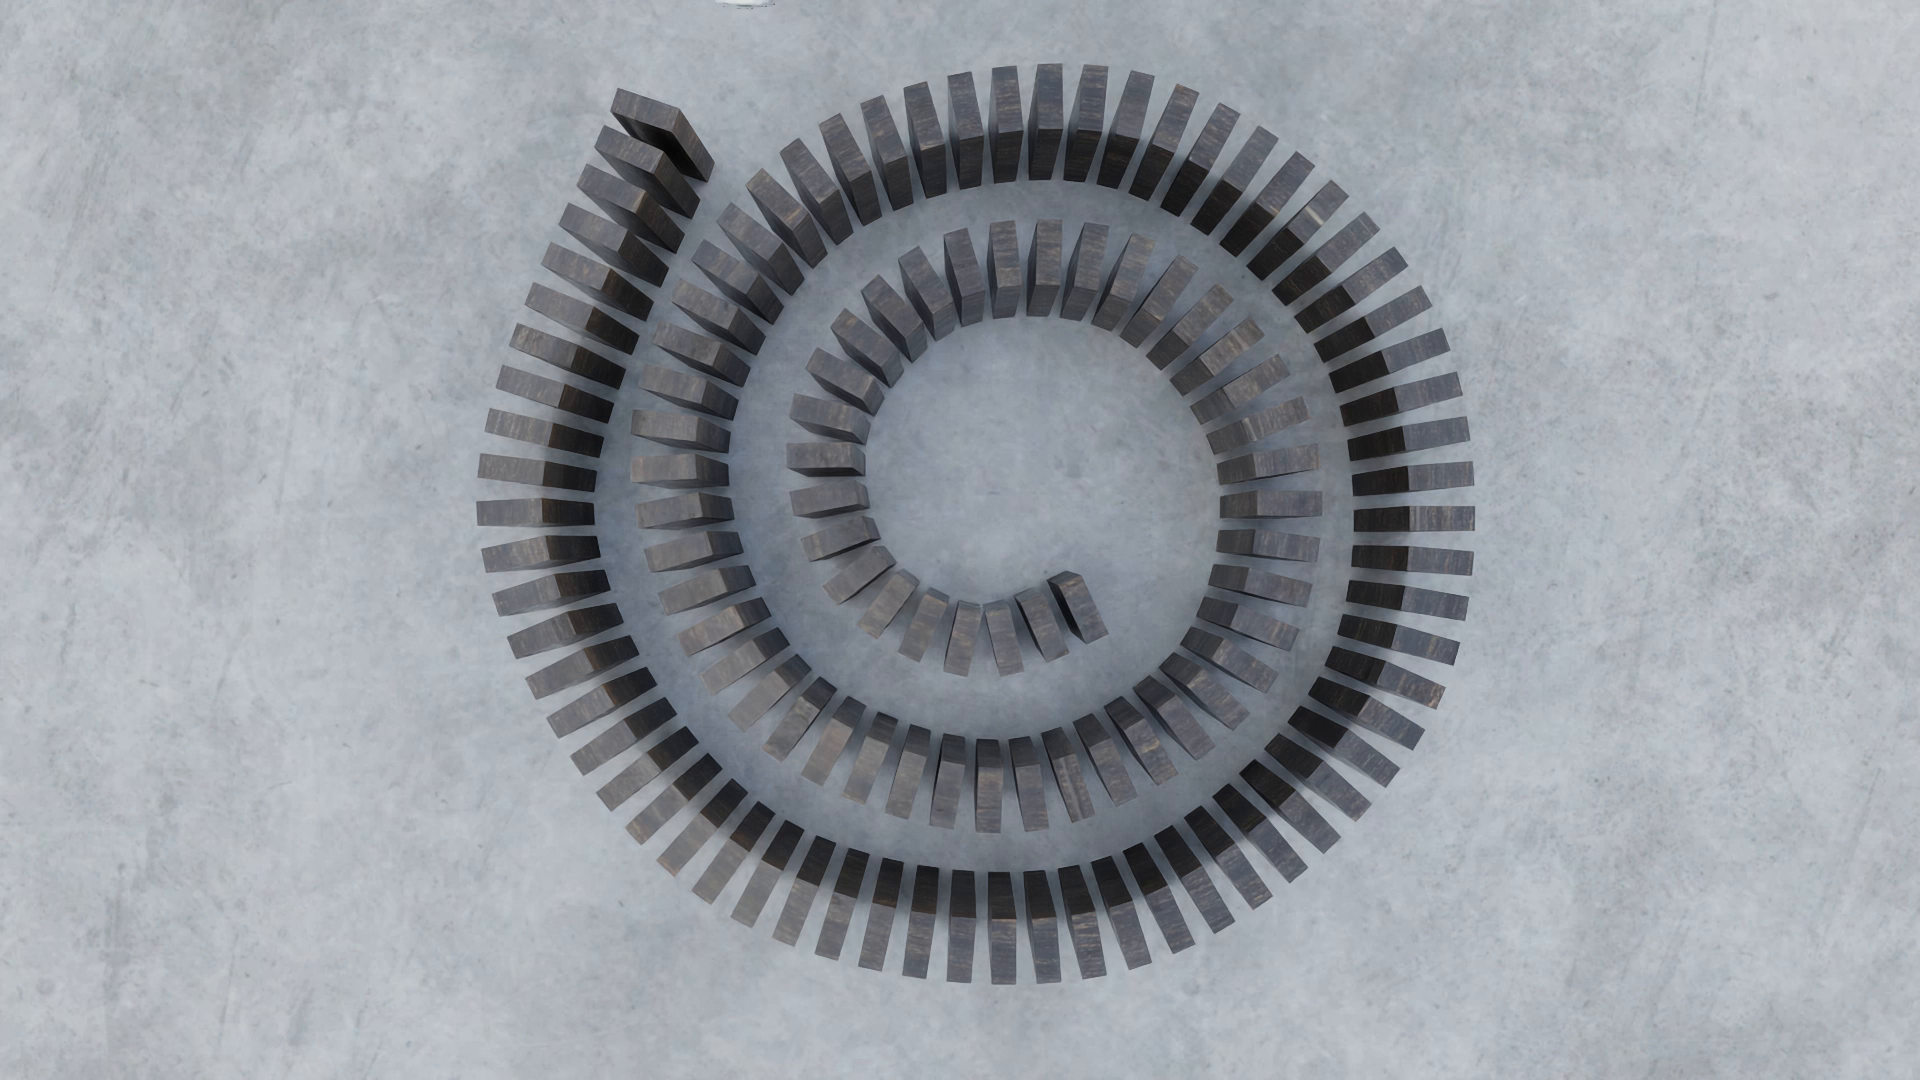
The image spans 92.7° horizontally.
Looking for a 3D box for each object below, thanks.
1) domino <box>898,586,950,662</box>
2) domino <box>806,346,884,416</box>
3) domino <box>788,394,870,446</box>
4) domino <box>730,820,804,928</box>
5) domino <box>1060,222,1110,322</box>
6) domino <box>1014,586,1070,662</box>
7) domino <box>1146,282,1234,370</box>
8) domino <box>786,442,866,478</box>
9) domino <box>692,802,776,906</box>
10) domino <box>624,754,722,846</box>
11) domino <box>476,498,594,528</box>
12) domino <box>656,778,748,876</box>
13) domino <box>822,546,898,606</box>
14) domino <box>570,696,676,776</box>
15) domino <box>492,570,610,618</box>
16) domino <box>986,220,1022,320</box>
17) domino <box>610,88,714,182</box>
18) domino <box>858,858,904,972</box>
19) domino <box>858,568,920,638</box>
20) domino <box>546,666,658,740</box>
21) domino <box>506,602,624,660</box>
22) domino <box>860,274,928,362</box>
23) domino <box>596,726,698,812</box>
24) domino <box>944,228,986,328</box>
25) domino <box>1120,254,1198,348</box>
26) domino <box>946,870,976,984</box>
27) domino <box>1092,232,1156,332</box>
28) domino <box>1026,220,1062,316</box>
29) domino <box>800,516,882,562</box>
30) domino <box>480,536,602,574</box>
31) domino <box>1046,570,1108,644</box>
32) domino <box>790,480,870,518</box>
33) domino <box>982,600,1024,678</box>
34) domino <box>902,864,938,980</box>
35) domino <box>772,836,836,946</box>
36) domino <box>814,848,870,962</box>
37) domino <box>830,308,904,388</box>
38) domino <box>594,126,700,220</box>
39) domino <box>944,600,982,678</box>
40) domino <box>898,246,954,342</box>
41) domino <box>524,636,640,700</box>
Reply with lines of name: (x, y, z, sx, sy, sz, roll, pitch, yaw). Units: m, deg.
domino: (-0.014, 0.034, 0.375, 0.009, 0.050, 0.025, 26, 90, 0)
domino: (-0.046, -0.064, 0.375, 0.025, 0.050, 0.010, 29, 90, 0)
domino: (-0.052, -0.049, 0.375, 0.025, 0.050, 0.010, 13, 90, 0)
domino: (-0.078, 0.135, 0.375, 0.010, 0.050, 0.025, 28, 90, 0)
domino: (0.050, -0.108, 0.375, 0.010, 0.050, 0.025, 10, 90, 0)
domino: (0.033, 0.034, 0.375, 0.009, 0.050, 0.025, -24, 90, 0)
domino: (0.093, -0.086, 0.375, 0.009, 0.050, 0.025, 44, 90, 0)
domino: (-0.054, -0.032, 0.375, 0.025, 0.050, 0.010, -1, 90, 0)
domino: (-0.092, 0.127, 0.375, 0.010, 0.050, 0.025, 36, 90, 0)
domino: (-0.116, 0.105, 0.375, 0.025, 0.050, 0.009, -43, 90, 0)
domino: (-0.172, -0.011, 0.375, 0.025, 0.050, 0.009, -3, 90, 0)
domino: (-0.104, 0.116, 0.375, 0.010, 0.050, 0.025, 42, 90, 0)
domino: (-0.040, 0.014, 0.375, 0.025, 0.050, 0.010, -38, 90, 0)
domino: (-0.136, 0.079, 0.375, 0.025, 0.050, 0.009, -35, 90, 0)
domino: (-0.166, 0.021, 0.375, 0.025, 0.050, 0.010, -18, 90, 0)
domino: (0.018, -0.109, 0.375, 0.009, 0.050, 0.025, -7, 90, 0)
domino: (-0.120, -0.164, 0.375, 0.025, 0.050, 0.010, 19, 90, 0)
domino: (-0.032, 0.152, 0.375, 0.010, 0.050, 0.025, 13, 90, 0)
domino: (-0.028, 0.025, 0.375, 0.010, 0.050, 0.025, 37, 90, 0)
domino: (-0.145, 0.066, 0.375, 0.025, 0.050, 0.009, -31, 90, 0)
domino: (-0.160, 0.037, 0.375, 0.025, 0.050, 0.010, -23, 90, 0)
domino: (-0.026, -0.089, 0.375, 0.010, 0.050, 0.025, -43, 90, 0)
domino: (-0.127, 0.092, 0.375, 0.025, 0.050, 0.009, -39, 90, 0)
domino: (0.002, -0.106, 0.375, 0.010, 0.050, 0.025, -17, 90, 0)
domino: (0.080, -0.096, 0.375, 0.009, 0.050, 0.025, 35, 90, 0)
domino: (0.001, 0.157, 0.375, 0.009, 0.050, 0.025, 5, 90, 0)
domino: (0.066, -0.104, 0.375, 0.010, 0.050, 0.025, 21, 90, 0)
domino: (0.034, -0.110, 0.375, 0.009, 0.050, 0.025, 1, 90, 0)
domino: (-0.048, 0.000, 0.375, 0.025, 0.050, 0.009, -21, 90, 0)
domino: (-0.170, 0.005, 0.375, 0.025, 0.050, 0.010, -12, 90, 0)
domino: (0.047, 0.027, 0.375, 0.010, 0.050, 0.025, -25, 90, 0)
domino: (-0.052, -0.016, 0.375, 0.025, 0.050, 0.009, -11, 90, 0)
domino: (0.017, 0.039, 0.375, 0.009, 0.050, 0.025, -13, 90, 0)
domino: (-0.016, 0.155, 0.375, 0.010, 0.050, 0.025, 9, 90, 0)
domino: (-0.063, 0.142, 0.375, 0.009, 0.050, 0.025, 22, 90, 0)
domino: (-0.048, 0.148, 0.375, 0.010, 0.050, 0.025, 17, 90, 0)
domino: (-0.037, -0.077, 0.375, 0.025, 0.050, 0.010, 38, 90, 0)
domino: (-0.127, -0.149, 0.375, 0.025, 0.050, 0.009, 24, 90, 0)
domino: (0.001, 0.039, 0.375, 0.010, 0.050, 0.025, 13, 90, 0)
domino: (-0.013, -0.099, 0.375, 0.009, 0.050, 0.025, -32, 90, 0)
domino: (-0.153, 0.051, 0.375, 0.025, 0.050, 0.010, -27, 90, 0)
